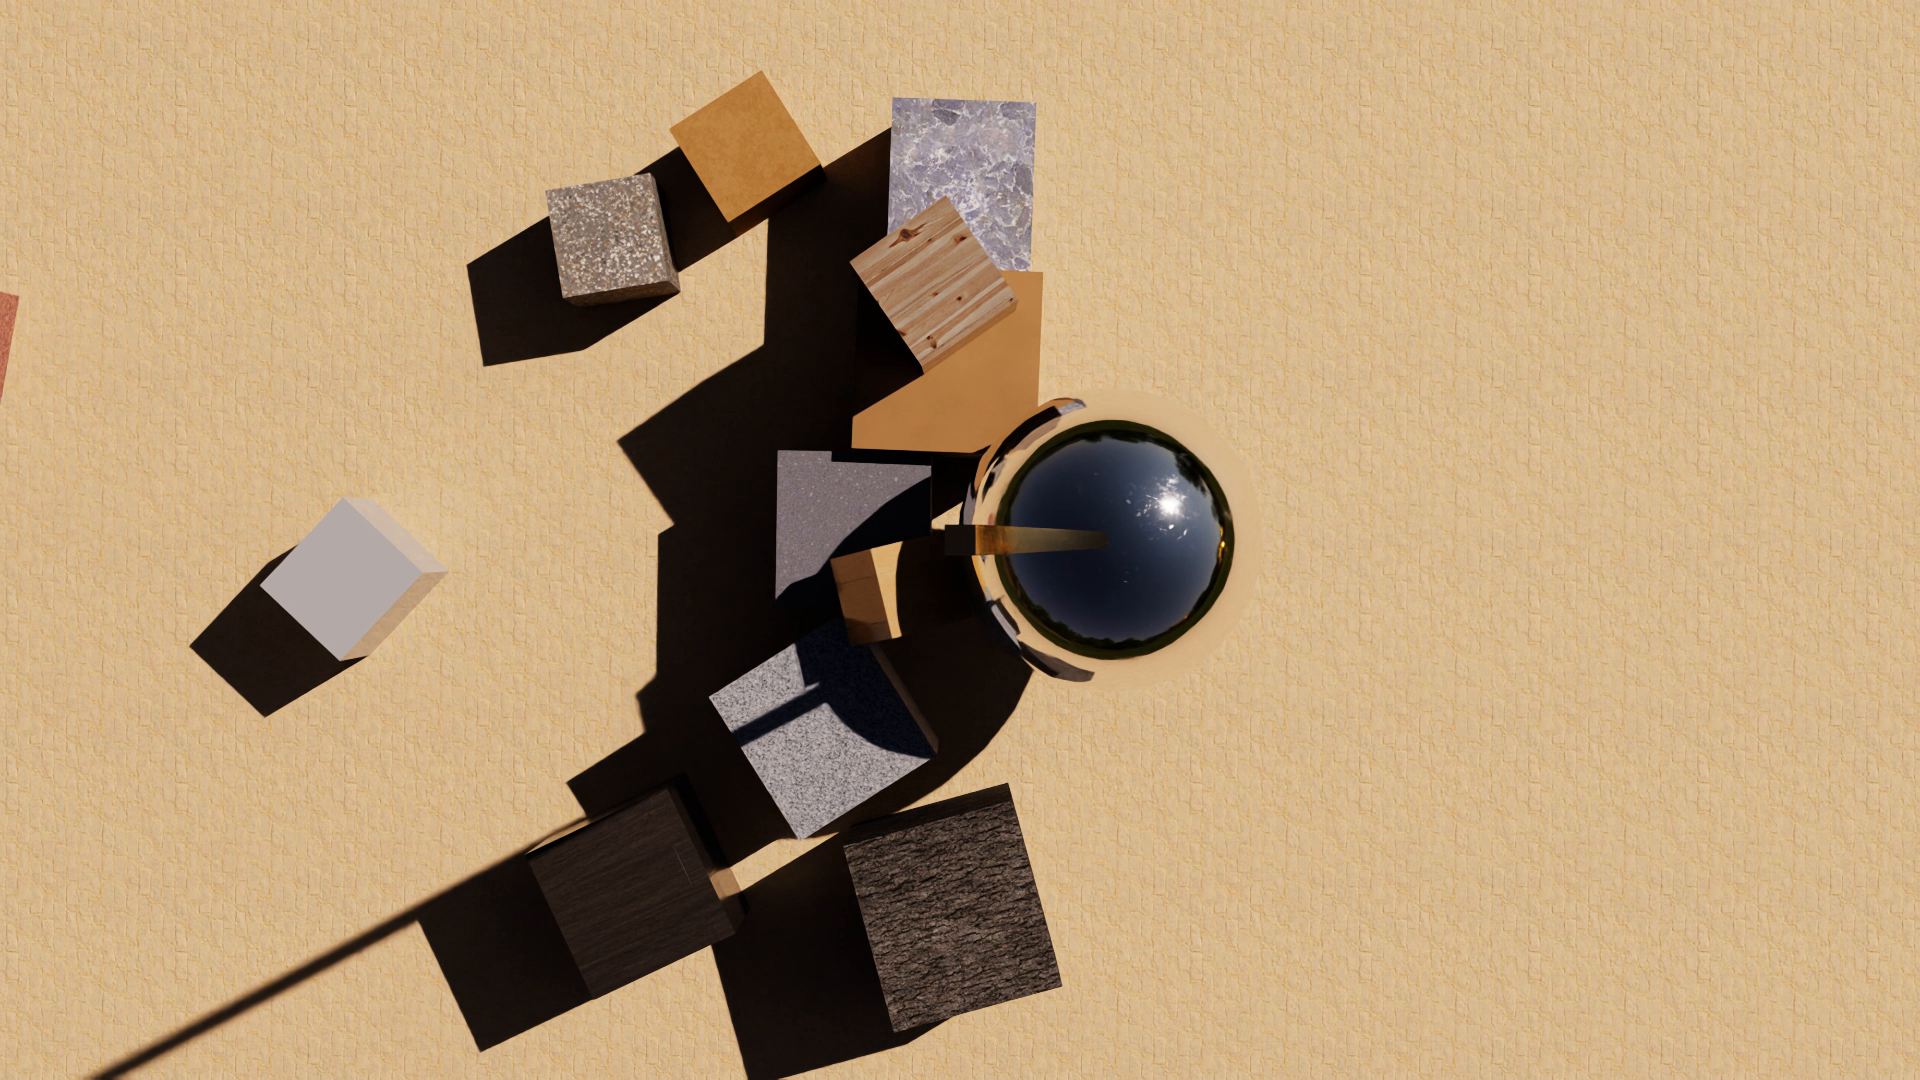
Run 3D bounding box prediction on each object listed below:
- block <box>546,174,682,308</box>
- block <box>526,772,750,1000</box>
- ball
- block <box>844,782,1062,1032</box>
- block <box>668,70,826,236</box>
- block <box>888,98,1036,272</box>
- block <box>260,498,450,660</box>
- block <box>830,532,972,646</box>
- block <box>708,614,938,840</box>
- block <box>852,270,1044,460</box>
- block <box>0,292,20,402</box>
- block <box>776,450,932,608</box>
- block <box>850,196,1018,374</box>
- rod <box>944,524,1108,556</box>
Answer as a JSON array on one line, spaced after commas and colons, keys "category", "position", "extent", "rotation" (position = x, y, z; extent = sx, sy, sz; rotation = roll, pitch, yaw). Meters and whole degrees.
[{"category": "block", "position": [-1.995, -1.719, 12.705], "extent": [0.602, 0.589, 0.615], "rotation": [-9, 90, 0]}, {"category": "block", "position": [-1.826, 1.960, 12.587], "extent": [0.868, 0.825, 0.893], "rotation": [-25, 90, 0]}, {"category": "ball", "position": [0.784, 0.000, 11.547], "extent": [1.600, 1.600, 1.600], "rotation": [0, 90, 0]}, {"category": "block", "position": [-0.039, 2.072, 12.551], "extent": [0.962, 0.899, 1.062], "rotation": [-15, 90, 0]}, {"category": "block", "position": [-1.214, -2.222, 12.705], "extent": [0.622, 0.590, 0.625], "rotation": [-32, 90, 0]}, {"category": "block", "position": [0.008, -1.972, 12.614], "extent": [0.801, 0.772, 0.954], "rotation": [2, 90, 0]}, {"category": "block", "position": [-3.478, 0.220, 12.682], "extent": [0.619, 0.637, 0.682], "rotation": [43, 90, 0]}, {"category": "block", "position": [-0.323, 0.260, 11.864], "extent": [0.488, 0.521, 0.483], "rotation": [-14, 90, -28]}, {"category": "block", "position": [-0.749, 1.017, 12.510], "extent": [0.886, 0.979, 0.933], "rotation": [-32, 90, 0]}, {"category": "block", "position": [-0.068, -0.990, 12.543], "extent": [1.015, 0.914, 1.010], "rotation": [2, 90, 0]}, {"category": "block", "position": [-5.941, -1.106, 12.647], "extent": [0.635, 0.706, 0.792], "rotation": [10, 90, 0]}, {"category": "block", "position": [-0.592, -0.056, 12.604], "extent": [0.852, 0.791, 0.870], "rotation": [1, 90, 0]}, {"category": "block", "position": [-0.137, -1.359, 11.800], "extent": [0.615, 0.573, 0.667], "rotation": [-35, 90, 0]}, {"category": "rod", "position": [0.340, 0.000, 8.176], "extent": [0.080, 5.200, 0.080], "rotation": [0, 90, 8]}]
